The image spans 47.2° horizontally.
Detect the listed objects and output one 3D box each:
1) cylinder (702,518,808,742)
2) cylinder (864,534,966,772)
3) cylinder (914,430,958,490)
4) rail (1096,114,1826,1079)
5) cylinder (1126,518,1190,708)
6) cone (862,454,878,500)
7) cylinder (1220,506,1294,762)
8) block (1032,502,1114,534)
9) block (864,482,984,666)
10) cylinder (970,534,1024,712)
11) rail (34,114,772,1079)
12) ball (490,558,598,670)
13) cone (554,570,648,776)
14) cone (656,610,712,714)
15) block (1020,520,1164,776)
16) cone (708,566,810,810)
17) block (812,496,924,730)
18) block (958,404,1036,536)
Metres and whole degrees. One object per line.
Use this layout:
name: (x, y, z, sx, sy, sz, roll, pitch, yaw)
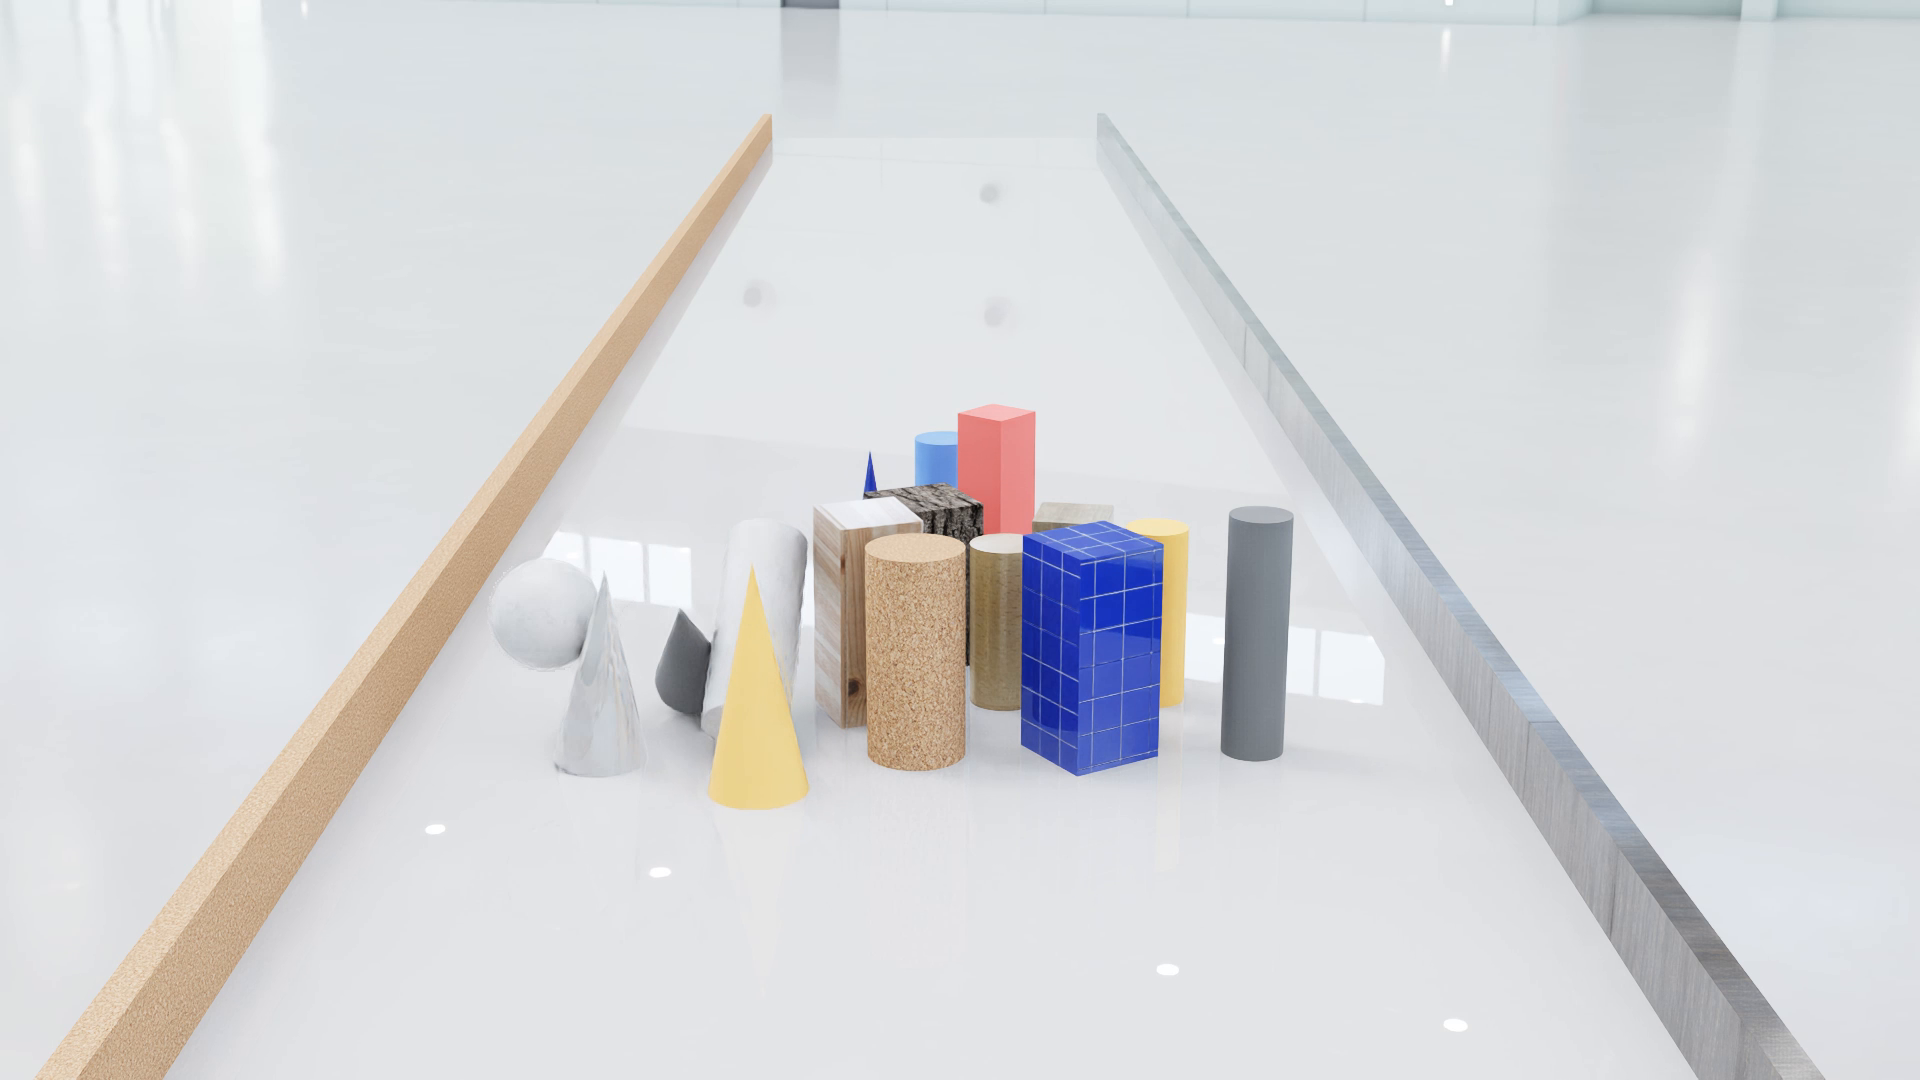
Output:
cylinder: (-0.372, 0.168, 4.015, 0.156, 0.156, 0.401, 1, 54, 3)
cylinder: (-0.078, 0.197, 3.891, 0.176, 0.384, 0.176, 0, 17, 0)
cylinder: (-0.035, -0.070, 4.893, 0.130, 0.324, 0.130, 0, 17, 0)
rail: (0.932, -0.844, 7.801, 0.050, 0.150, 12.000, 0, 17, -1)
cylinder: (0.370, 0.138, 4.166, 0.117, 0.340, 0.117, 0, 17, 0)
cone: (-0.187, -0.013, 4.621, 0.116, 0.370, 0.116, 0, 17, 0)
cylinder: (0.525, 0.166, 3.895, 0.113, 0.440, 0.113, 0, 17, 0)
block: (0.224, 0.092, 4.385, 0.144, 0.303, 0.144, 3, 17, 10)
block: (-0.073, 0.076, 4.389, 0.180, 0.331, 0.180, -8, 18, -24)
cylinder: (0.084, 0.155, 4.161, 0.131, 0.311, 0.131, 0, 17, 0)
rail: (-1.118, -0.838, 7.780, 0.050, 0.150, 12.000, 0, 17, -1)
ball: (-0.733, 0.131, 3.897, 0.198, 0.198, 0.198, 0, 17, 0)
cone: (-0.625, 0.215, 3.848, 0.167, 0.358, 0.167, 4, 20, -1)
cone: (-0.492, 0.188, 3.955, 0.141, 0.141, 0.423, -1, -20, -4)
block: (0.232, 0.189, 3.898, 0.177, 0.395, 0.177, -10, 19, -31)
cone: (-0.347, 0.234, 3.723, 0.175, 0.409, 0.175, 0, 17, 0)
block: (-0.172, 0.134, 4.091, 0.159, 0.386, 0.159, -6, 20, -21)
block: (0.076, -0.055, 4.639, 0.116, 0.440, 0.116, 13, 21, 38)
